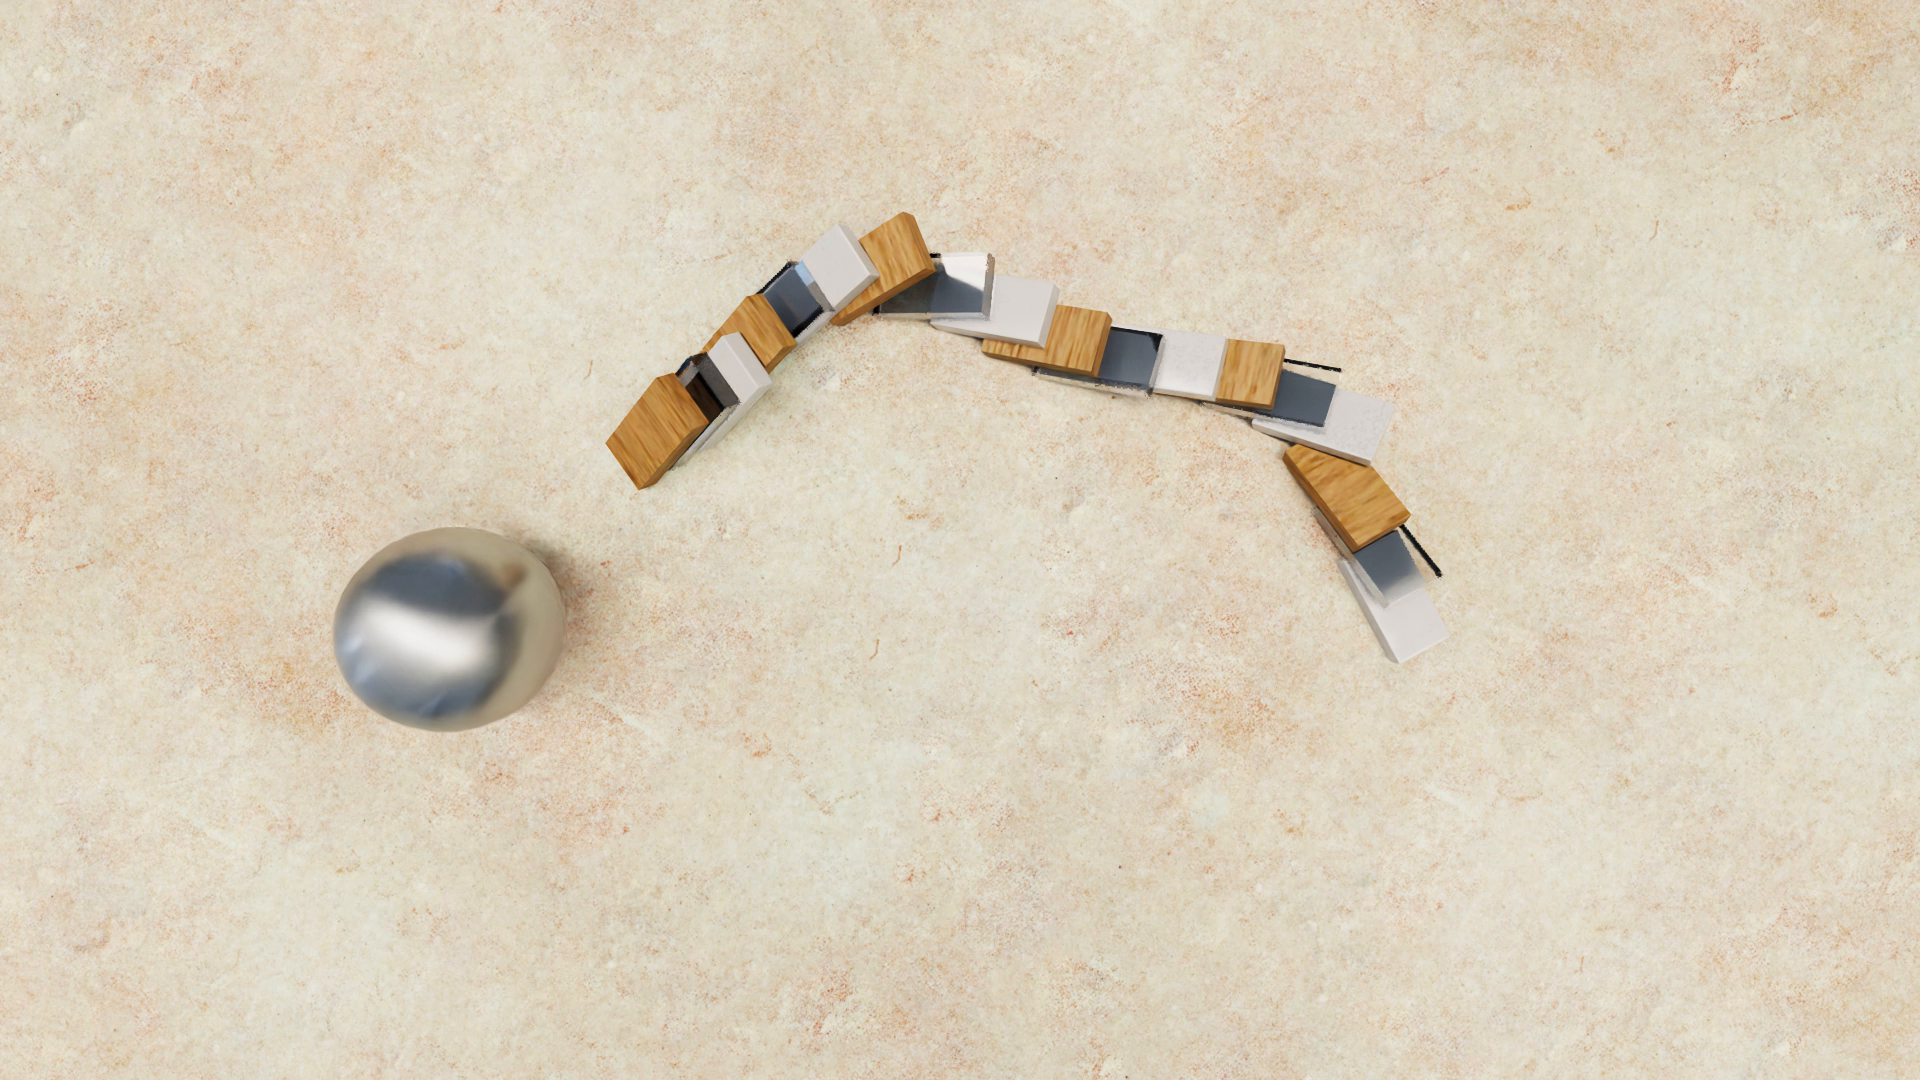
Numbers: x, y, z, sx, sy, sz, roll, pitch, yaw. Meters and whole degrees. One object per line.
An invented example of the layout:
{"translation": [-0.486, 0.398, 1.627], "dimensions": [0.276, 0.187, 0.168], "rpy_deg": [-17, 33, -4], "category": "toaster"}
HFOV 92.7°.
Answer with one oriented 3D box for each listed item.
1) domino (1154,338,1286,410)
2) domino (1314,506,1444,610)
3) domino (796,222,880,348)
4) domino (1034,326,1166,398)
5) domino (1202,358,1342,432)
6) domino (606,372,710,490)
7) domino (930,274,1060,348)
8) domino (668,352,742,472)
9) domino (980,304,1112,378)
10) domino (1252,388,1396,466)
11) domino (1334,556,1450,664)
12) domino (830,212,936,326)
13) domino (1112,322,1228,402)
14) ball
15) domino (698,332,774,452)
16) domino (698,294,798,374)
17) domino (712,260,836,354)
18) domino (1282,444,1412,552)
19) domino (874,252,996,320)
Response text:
{"translation": [0.108, -0.071, 0.385], "dimensions": [0.050, 0.009, 0.025], "rpy_deg": [13, 90, 25], "category": "domino"}
{"translation": [0.175, 0.001, 0.386], "dimensions": [0.025, 0.009, 0.050], "rpy_deg": [-29, 67, 0], "category": "domino"}
{"translation": [-0.060, -0.106, 0.384], "dimensions": [0.050, 0.009, 0.025], "rpy_deg": [-34, 87, 26], "category": "domino"}
{"translation": [0.059, -0.077, 0.386], "dimensions": [0.050, 0.010, 0.025], "rpy_deg": [15, 90, 23], "category": "domino"}
{"translation": [0.131, -0.063, 0.385], "dimensions": [0.050, 0.010, 0.025], "rpy_deg": [17, 89, 25], "category": "domino"}
{"translation": [-0.127, -0.044, 0.381], "dimensions": [0.050, 0.010, 0.025], "rpy_deg": [-35, 90, 38], "category": "domino"}
{"translation": [0.014, -0.098, 0.386], "dimensions": [0.050, 0.010, 0.025], "rpy_deg": [15, 90, 23], "category": "domino"}
{"translation": [-0.114, -0.053, 0.381], "dimensions": [0.050, 0.010, 0.025], "rpy_deg": [-35, 90, 38], "category": "domino"}
{"translation": [0.036, -0.086, 0.386], "dimensions": [0.050, 0.010, 0.025], "rpy_deg": [16, 90, 23], "category": "domino"}
{"translation": [0.152, -0.052, 0.385], "dimensions": [0.050, 0.009, 0.025], "rpy_deg": [23, 89, 25], "category": "domino"}
{"translation": [0.187, 0.025, 0.395], "dimensions": [0.025, 0.010, 0.050], "rpy_deg": [-29, 90, 0], "category": "domino"}
{"translation": [-0.037, -0.113, 0.384], "dimensions": [0.050, 0.009, 0.025], "rpy_deg": [-23, 87, 27], "category": "domino"}
{"translation": [0.084, -0.075, 0.385], "dimensions": [0.050, 0.010, 0.025], "rpy_deg": [13, 90, 24], "category": "domino"}
{"translation": [-0.198, 0.035, 0.360], "dimensions": [0.080, 0.080, 0.080], "rpy_deg": [0, 90, 0], "category": "ball"}
{"translation": [-0.100, -0.061, 0.381], "dimensions": [0.050, 0.009, 0.025], "rpy_deg": [-35, 90, 38], "category": "domino"}
{"translation": [-0.092, -0.076, 0.382], "dimensions": [0.050, 0.009, 0.025], "rpy_deg": [-35, 90, 36], "category": "domino"}
{"translation": [-0.079, -0.091, 0.385], "dimensions": [0.050, 0.009, 0.025], "rpy_deg": [-34, 90, 26], "category": "domino"}
{"translation": [0.162, -0.023, 0.386], "dimensions": [0.025, 0.009, 0.050], "rpy_deg": [-30, 68, 0], "category": "domino"}
{"translation": [-0.011, -0.107, 0.386], "dimensions": [0.050, 0.010, 0.025], "rpy_deg": [5, 90, 23], "category": "domino"}
